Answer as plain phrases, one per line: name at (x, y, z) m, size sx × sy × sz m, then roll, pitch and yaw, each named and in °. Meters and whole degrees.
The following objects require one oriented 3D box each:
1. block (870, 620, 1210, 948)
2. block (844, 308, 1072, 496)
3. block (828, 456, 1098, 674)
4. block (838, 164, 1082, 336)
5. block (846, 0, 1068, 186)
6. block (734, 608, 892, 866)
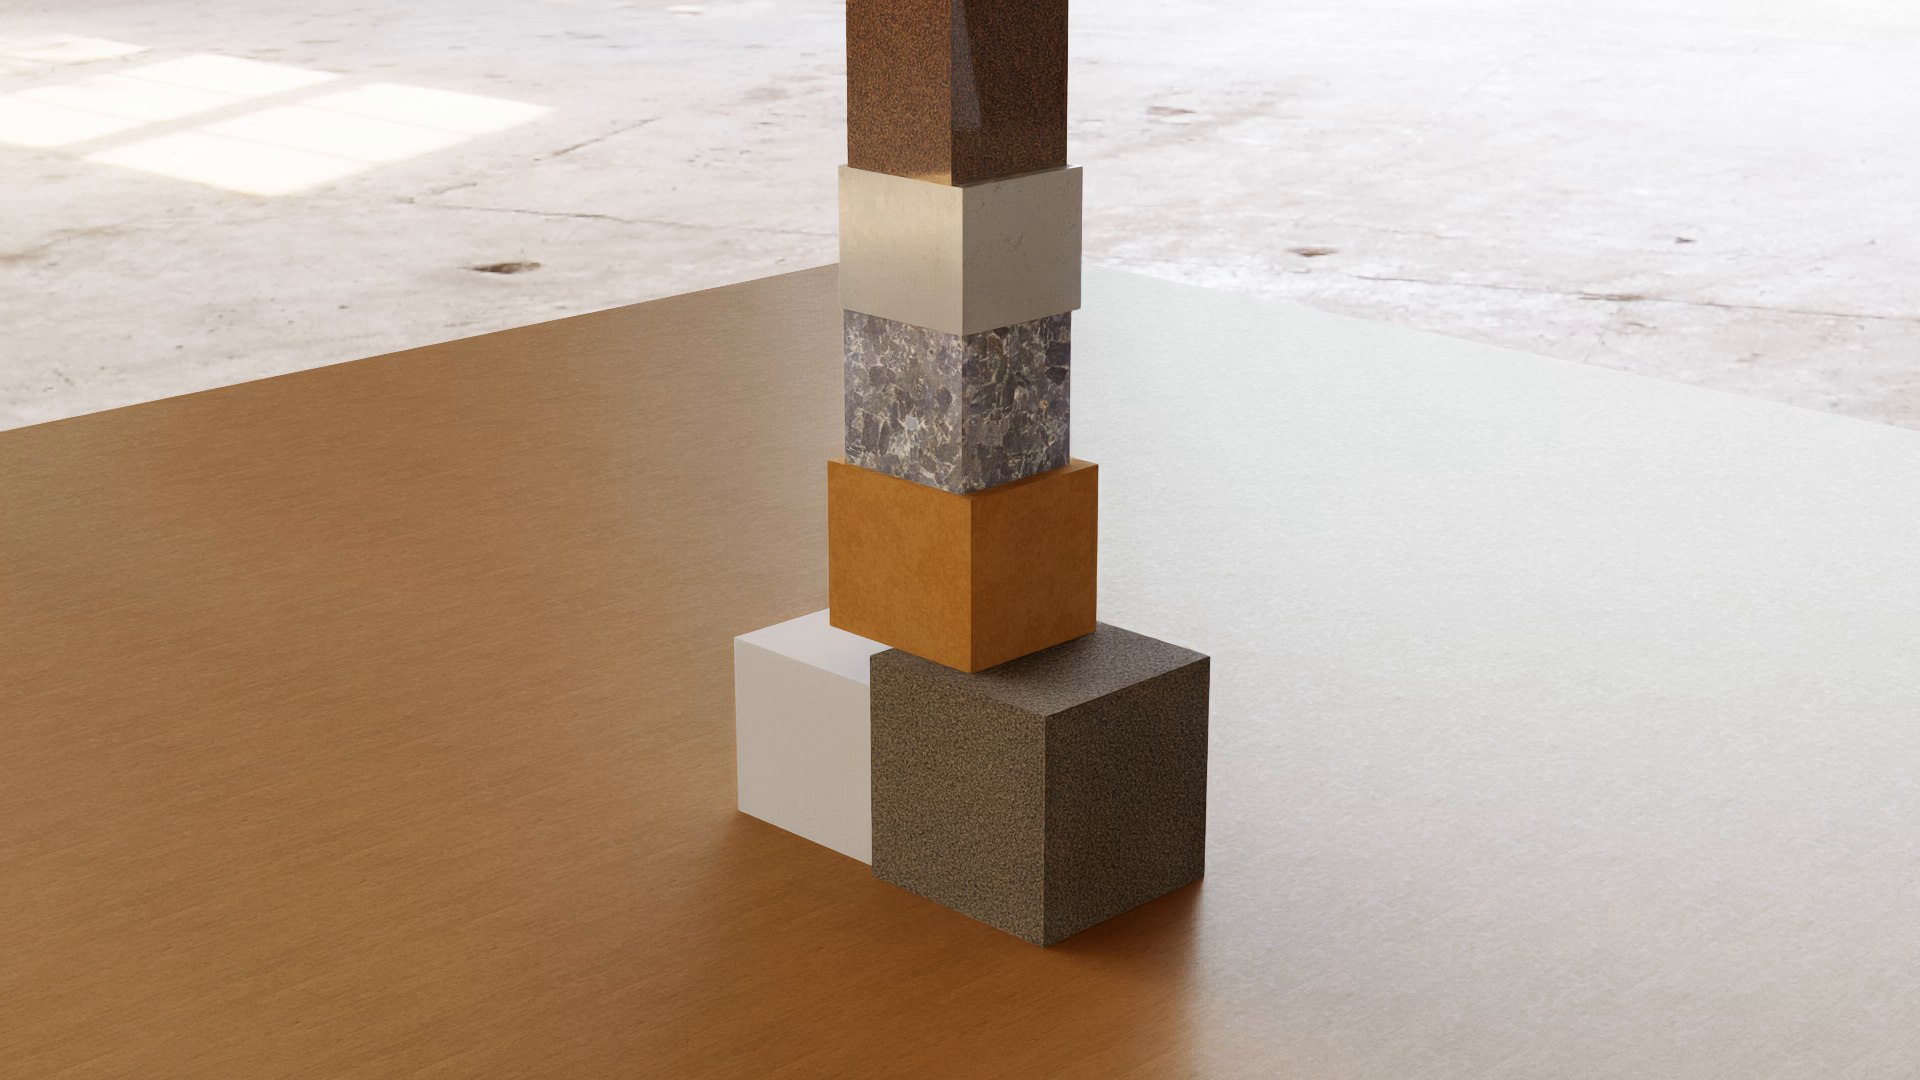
block at (0.358, 1.029, 13.283) m, size 1.074 × 1.071 × 1.083 m, roll -17°, pitch 24°, yaw -42°
block at (-0.012, -0.685, 13.113) m, size 0.687 × 0.713 × 0.744 m, roll -17°, pitch 24°, yaw -42°
block at (0.012, 0.026, 13.363) m, size 0.818 × 0.794 × 0.917 m, roll -17°, pitch 24°, yaw -42°
block at (0.002, -1.334, 12.925) m, size 0.745 × 0.638 × 0.770 m, roll -17°, pitch 24°, yaw -42°
block at (-0.011, -2.012, 12.698) m, size 0.714 × 0.791 × 0.642 m, roll -17°, pitch 24°, yaw -42°
block at (-0.399, 0.897, 14.015) m, size 0.895 × 0.885 × 1.012 m, roll -17°, pitch 24°, yaw -42°
